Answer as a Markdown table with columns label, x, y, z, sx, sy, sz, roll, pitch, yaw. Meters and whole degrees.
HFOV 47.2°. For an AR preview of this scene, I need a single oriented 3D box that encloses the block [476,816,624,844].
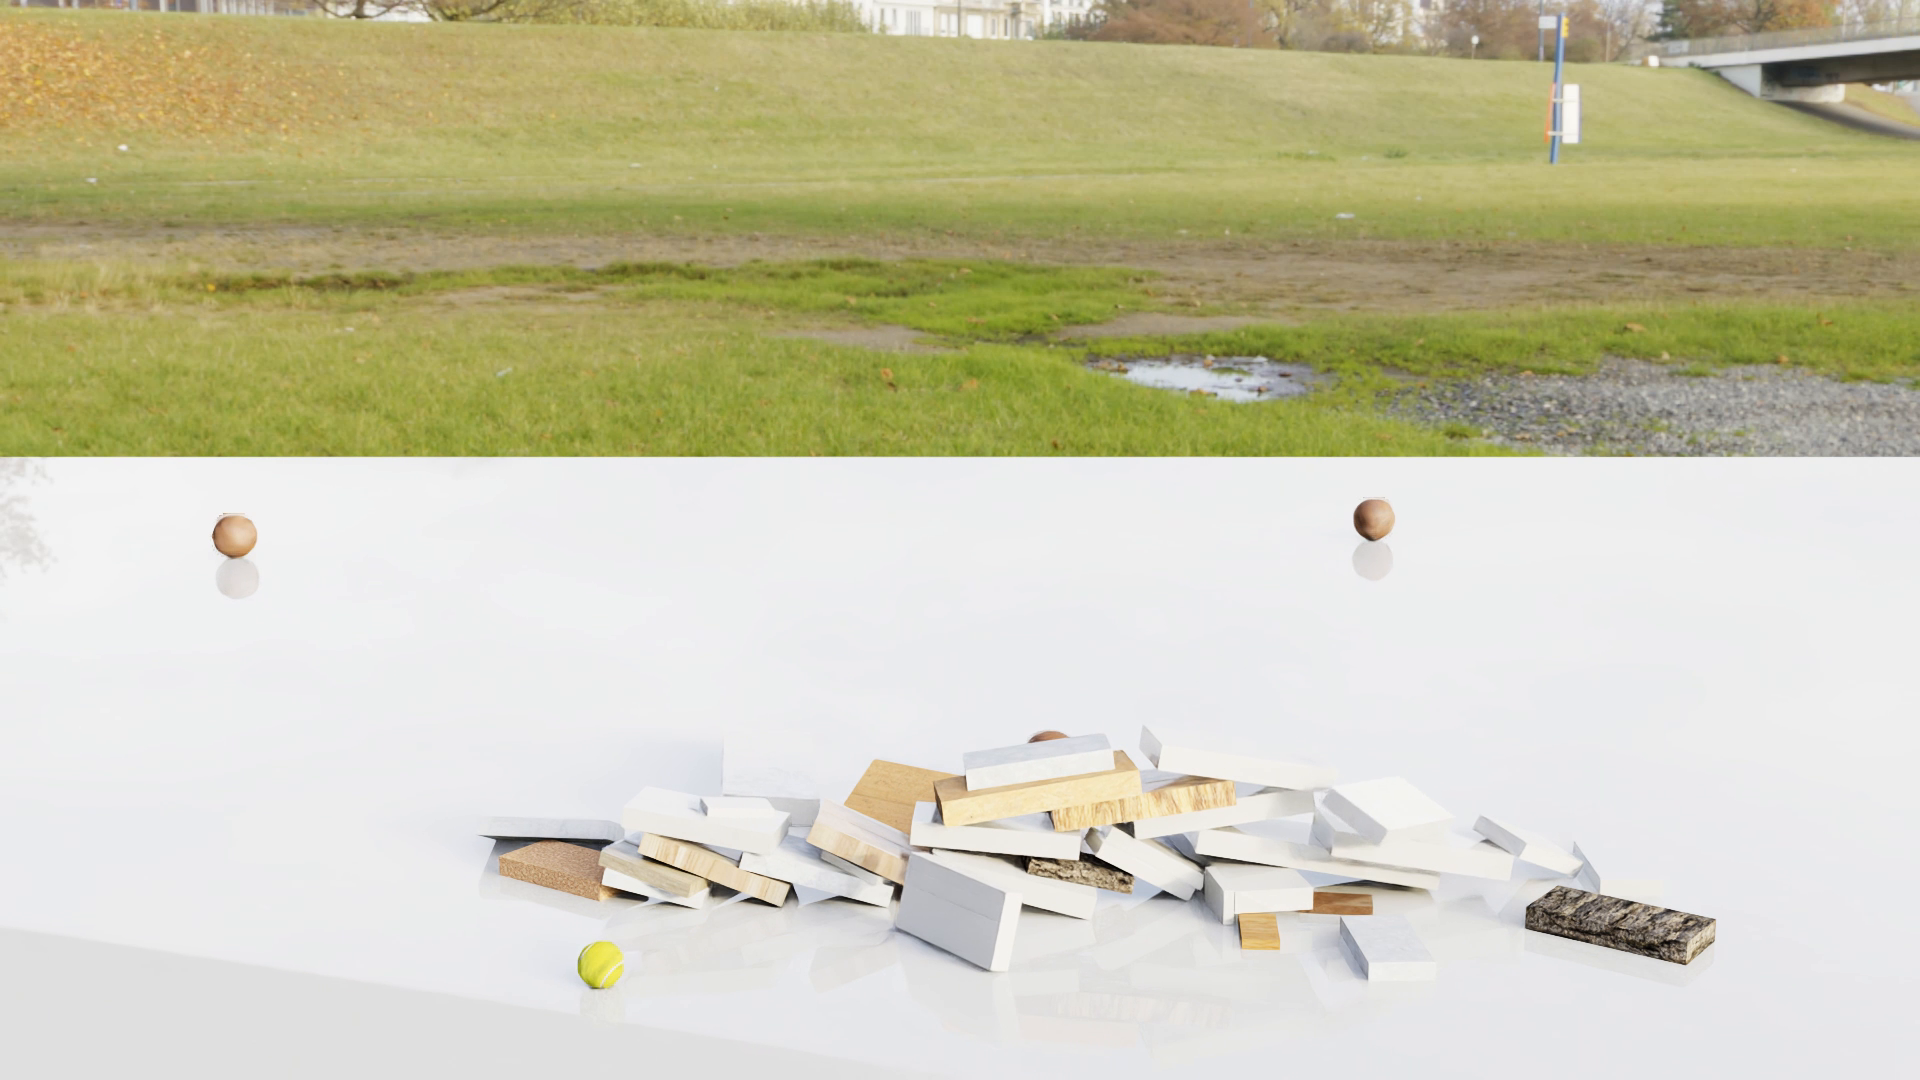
| label | x | y | z | sx | sy | sz | roll | pitch | yaw |
| --- | --- | --- | --- | --- | --- | --- | --- | --- | --- |
| block | -0.721 | 0.512 | 3.881 | 0.234 | 0.033 | 0.117 | 1 | -12 | 6 |

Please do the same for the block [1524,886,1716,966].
| label | x | y | z | sx | sy | sz | roll | pitch | yaw |
| --- | --- | --- | --- | --- | --- | --- | --- | --- | --- |
| block | 1.043 | 0.607 | 3.477 | 0.259 | 0.037 | 0.130 | 8 | 13 | 37 |

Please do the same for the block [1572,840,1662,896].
| label | x | y | z | sx | sy | sz | roll | pitch | yaw |
| --- | --- | --- | --- | --- | --- | --- | --- | --- | --- |
| block | 1.121 | 0.559 | 3.756 | 0.101 | 0.029 | 0.203 | 1 | 11 | 3 |

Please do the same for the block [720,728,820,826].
| label | x | y | z | sx | sy | sz | roll | pitch | yaw |
| --- | --- | --- | --- | --- | --- | --- | --- | --- | --- |
| block | -0.367 | 0.448 | 4.214 | 0.176 | 0.050 | 0.502 | 4 | 8 | -6 |

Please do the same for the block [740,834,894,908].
| label | x | y | z | sx | sy | sz | roll | pitch | yaw |
| --- | --- | --- | --- | --- | --- | --- | --- | --- | --- |
| block | -0.235 | 0.541 | 3.655 | 0.252 | 0.036 | 0.126 | 15 | 10 | -3 |

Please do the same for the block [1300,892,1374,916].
| label | x | y | z | sx | sy | sz | roll | pitch | yaw |
| --- | --- | --- | --- | --- | --- | --- | --- | --- | --- |
| block | 0.615 | 0.595 | 3.597 | 0.118 | 0.017 | 0.059 | 2 | 11 | 8 |

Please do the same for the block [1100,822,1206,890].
| label | x | y | z | sx | sy | sz | roll | pitch | yaw |
| --- | --- | --- | --- | --- | --- | --- | --- | --- | --- |
| block | 0.323 | 0.521 | 3.669 | 0.180 | 0.025 | 0.090 | 28 | 5 | -4 |

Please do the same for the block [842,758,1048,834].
| label | x | y | z | sx | sy | sz | roll | pitch | yaw |
| --- | --- | --- | --- | --- | --- | --- | --- | --- | --- |
| block | -0.036 | 0.489 | 3.831 | 0.353 | 0.050 | 0.176 | 8 | 43 | 29 |

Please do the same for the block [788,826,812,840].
| label | x | y | z | sx | sy | sz | roll | pitch | yaw |
| --- | --- | --- | --- | --- | --- | --- | --- | --- | --- |
| block | -0.296 | 0.531 | 3.943 | 0.113 | 0.016 | 0.056 | 0 | 11 | 0 |

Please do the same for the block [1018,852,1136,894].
| label | x | y | z | sx | sy | sz | roll | pitch | yaw |
| --- | --- | --- | --- | --- | --- | --- | --- | --- | --- |
| block | 0.191 | 0.539 | 3.623 | 0.180 | 0.026 | 0.090 | 13 | 11 | -11 |

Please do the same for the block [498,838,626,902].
| label | x | y | z | sx | sy | sz | roll | pitch | yaw |
| --- | --- | --- | --- | --- | --- | --- | --- | --- | --- |
| block | -0.658 | 0.560 | 3.741 | 0.234 | 0.033 | 0.117 | 7 | 13 | 34 |

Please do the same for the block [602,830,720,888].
| label | x | y | z | sx | sy | sz | roll | pitch | yaw |
| --- | --- | --- | --- | --- | --- | --- | --- | --- | --- |
| block | -0.487 | 0.549 | 3.799 | 0.234 | 0.033 | 0.117 | 5 | 12 | 27 |

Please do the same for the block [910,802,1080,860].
| label | x | y | z | sx | sy | sz | roll | pitch | yaw |
| --- | --- | --- | --- | --- | --- | --- | --- | --- | --- |
| block | 0.059 | 0.477 | 3.620 | 0.274 | 0.039 | 0.137 | 5 | 7 | 1 |

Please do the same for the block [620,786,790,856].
| label | x | y | z | sx | sy | sz | roll | pitch | yaw |
| --- | --- | --- | --- | --- | --- | --- | --- | --- | --- |
| block | -0.419 | 0.464 | 3.641 | 0.252 | 0.036 | 0.126 | 10 | 11 | 8 |

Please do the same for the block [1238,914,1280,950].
| label | x | y | z | sx | sy | sz | roll | pitch | yaw |
| --- | --- | --- | --- | --- | --- | --- | --- | --- | --- |
| block | 0.472 | 0.618 | 3.473 | 0.059 | 0.017 | 0.118 | 1 | 11 | 4 |

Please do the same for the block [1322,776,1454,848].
| label | x | y | z | sx | sy | sz | roll | pitch | yaw |
| --- | --- | --- | --- | --- | --- | --- | --- | --- | --- |
| block | 0.705 | 0.445 | 3.615 | 0.121 | 0.034 | 0.241 | 37 | 21 | 32 |

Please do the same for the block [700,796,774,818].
| label | x | y | z | sx | sy | sz | roll | pitch | yaw |
| --- | --- | --- | --- | --- | --- | --- | --- | --- | --- |
| block | -0.370 | 0.443 | 3.645 | 0.113 | 0.016 | 0.056 | 4 | 11 | -21 |

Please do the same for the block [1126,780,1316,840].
| label | x | y | z | sx | sy | sz | roll | pitch | yaw |
| --- | --- | --- | --- | --- | --- | --- | --- | --- | --- |
| block | 0.429 | 0.440 | 3.689 | 0.301 | 0.043 | 0.151 | -8 | 8 | -4 |

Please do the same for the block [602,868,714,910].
| label | x | y | z | sx | sy | sz | roll | pitch | yaw |
| --- | --- | --- | --- | --- | --- | --- | --- | --- | --- |
| block | -0.499 | 0.565 | 3.635 | 0.168 | 0.024 | 0.084 | 14 | 11 | 2 |

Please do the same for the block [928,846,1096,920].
| label | x | y | z | sx | sy | sz | roll | pitch | yaw |
| --- | --- | --- | --- | --- | --- | --- | --- | --- | --- |
| block | 0.084 | 0.548 | 3.604 | 0.274 | 0.039 | 0.137 | 15 | 10 | -2 |

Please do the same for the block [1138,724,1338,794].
| label | x | y | z | sx | sy | sz | roll | pitch | yaw |
| --- | --- | --- | --- | --- | --- | --- | --- | --- | --- |
| block | 0.459 | 0.362 | 3.637 | 0.299 | 0.042 | 0.149 | 9 | 7 | -9 |

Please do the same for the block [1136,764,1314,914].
| label | x | y | z | sx | sy | sz | roll | pitch | yaw |
| --- | --- | --- | --- | --- | --- | --- | --- | --- | --- |
| block | 0.442 | 0.517 | 3.910 | 0.130 | 0.037 | 0.781 | -2 | 9 | -9 |

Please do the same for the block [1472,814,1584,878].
| label | x | y | z | sx | sy | sz | roll | pitch | yaw |
| --- | --- | --- | --- | --- | --- | --- | --- | --- | --- |
| block | 0.959 | 0.516 | 3.709 | 0.206 | 0.029 | 0.101 | 22 | 8 | -45 |

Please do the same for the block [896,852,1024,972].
| label | x | y | z | sx | sy | sz | roll | pitch | yaw |
| --- | --- | --- | --- | --- | --- | --- | --- | --- | --- |
| block | -0.003 | 0.574 | 3.411 | 0.034 | 0.121 | 0.241 | 10 | 2 | -39 |

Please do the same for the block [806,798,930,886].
| label | x | y | z | sx | sy | sz | roll | pitch | yaw |
| --- | --- | --- | --- | --- | --- | --- | --- | --- | --- |
| block | -0.113 | 0.519 | 3.643 | 0.274 | 0.039 | 0.137 | 24 | 10 | 0 |

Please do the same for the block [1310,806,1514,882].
| label | x | y | z | sx | sy | sz | roll | pitch | yaw |
| --- | --- | --- | --- | --- | --- | --- | --- | --- | --- |
| block | 0.752 | 0.506 | 3.667 | 0.301 | 0.043 | 0.151 | 9 | 8 | -5 |

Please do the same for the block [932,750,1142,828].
| label | x | y | z | sx | sy | sz | roll | pitch | yaw |
| --- | --- | --- | --- | --- | --- | --- | --- | --- | --- |
| block | 0.125 | 0.406 | 3.608 | 0.323 | 0.042 | 0.149 | -9 | 8 | -5 |

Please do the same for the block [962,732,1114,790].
| label | x | y | z | sx | sy | sz | roll | pitch | yaw |
| --- | --- | --- | --- | --- | --- | --- | --- | --- | --- |
| block | 0.128 | 0.364 | 3.627 | 0.241 | 0.034 | 0.121 | -8 | 8 | -1 |

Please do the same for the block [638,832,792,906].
| label | x | y | z | sx | sy | sz | roll | pitch | yaw |
| --- | --- | --- | --- | --- | --- | --- | --- | --- | --- |
| block | -0.399 | 0.529 | 3.656 | 0.252 | 0.036 | 0.126 | 21 | 10 | 0 |

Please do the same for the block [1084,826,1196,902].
| label | x | y | z | sx | sy | sz | roll | pitch | yaw |
| --- | --- | --- | --- | --- | --- | --- | --- | --- | --- |
| block | 0.298 | 0.537 | 3.652 | 0.180 | 0.025 | 0.090 | 28 | 5 | -14 |

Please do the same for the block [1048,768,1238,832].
| label | x | y | z | sx | sy | sz | roll | pitch | yaw |
| --- | --- | --- | --- | --- | --- | --- | --- | --- | --- |
| block | 0.295 | 0.422 | 3.638 | 0.299 | 0.042 | 0.149 | -8 | 8 | -2 |

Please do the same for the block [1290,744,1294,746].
| label | x | y | z | sx | sy | sz | roll | pitch | yaw |
| --- | --- | --- | --- | --- | --- | --- | --- | --- | --- |
| block | 0.583 | 0.450 | 4.324 | 0.130 | 0.037 | 0.259 | 4 | 11 | 20 |

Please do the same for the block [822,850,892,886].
| label | x | y | z | sx | sy | sz | roll | pitch | yaw |
| --- | --- | --- | --- | --- | --- | --- | --- | --- | --- |
| block | -0.168 | 0.537 | 3.629 | 0.113 | 0.016 | 0.056 | 22 | 12 | 27 |

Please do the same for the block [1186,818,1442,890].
| label | x | y | z | sx | sy | sz | roll | pitch | yaw |
| --- | --- | --- | --- | --- | --- | --- | --- | --- | --- |
| block | 0.593 | 0.518 | 3.710 | 0.408 | 0.043 | 0.151 | 9 | 8 | -2 |

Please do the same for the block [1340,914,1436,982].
| label | x | y | z | sx | sy | sz | roll | pitch | yaw |
| --- | --- | --- | --- | --- | --- | --- | --- | --- | --- |
| block | 0.657 | 0.627 | 3.390 | 0.101 | 0.029 | 0.203 | 0 | 11 | -2 |

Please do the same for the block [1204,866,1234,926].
| label | x | y | z | sx | sy | sz | roll | pitch | yaw |
| --- | --- | --- | --- | --- | --- | --- | --- | --- | --- |
| block | 0.421 | 0.578 | 3.572 | 0.017 | 0.059 | 0.118 | -2 | 11 | -8 |

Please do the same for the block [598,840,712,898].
| label | x | y | z | sx | sy | sz | roll | pitch | yaw |
| --- | --- | --- | --- | --- | --- | --- | --- | --- | --- |
| block | -0.500 | 0.541 | 3.625 | 0.168 | 0.024 | 0.084 | 17 | 12 | 18 |
